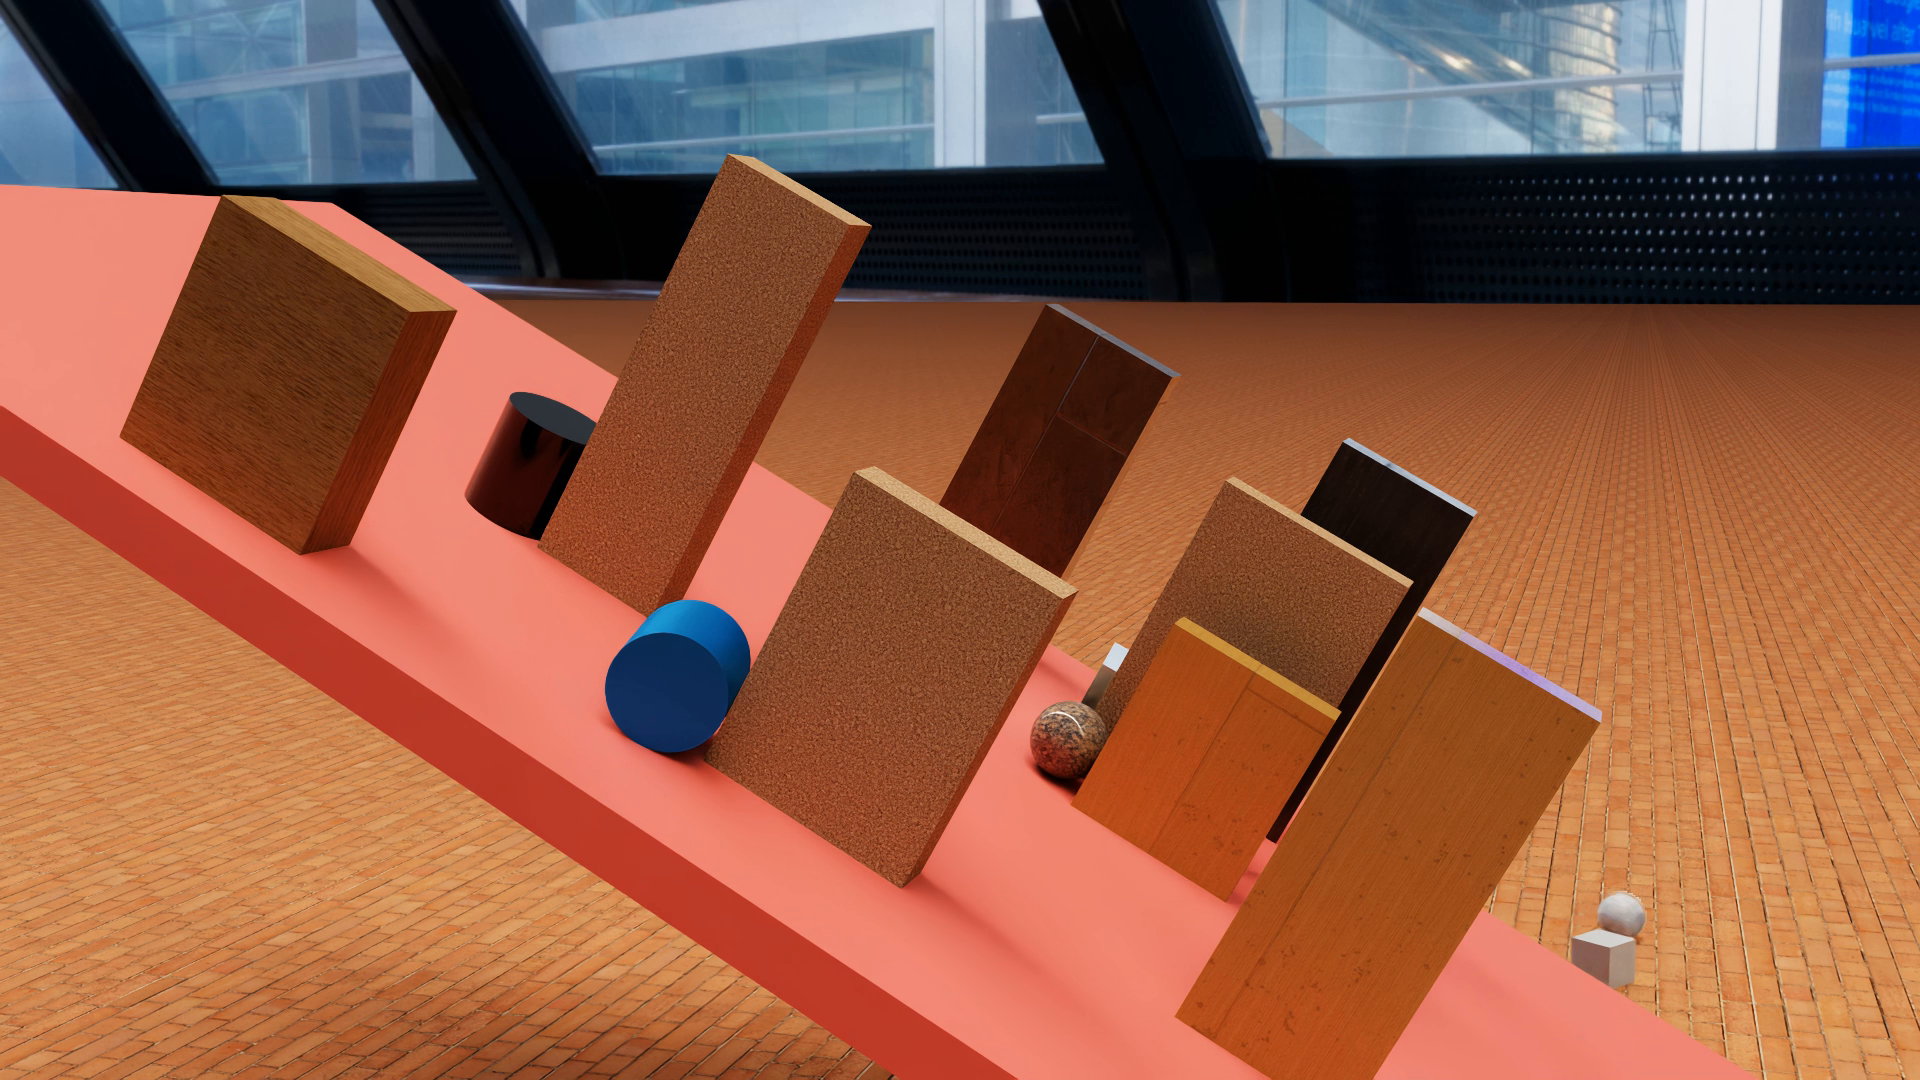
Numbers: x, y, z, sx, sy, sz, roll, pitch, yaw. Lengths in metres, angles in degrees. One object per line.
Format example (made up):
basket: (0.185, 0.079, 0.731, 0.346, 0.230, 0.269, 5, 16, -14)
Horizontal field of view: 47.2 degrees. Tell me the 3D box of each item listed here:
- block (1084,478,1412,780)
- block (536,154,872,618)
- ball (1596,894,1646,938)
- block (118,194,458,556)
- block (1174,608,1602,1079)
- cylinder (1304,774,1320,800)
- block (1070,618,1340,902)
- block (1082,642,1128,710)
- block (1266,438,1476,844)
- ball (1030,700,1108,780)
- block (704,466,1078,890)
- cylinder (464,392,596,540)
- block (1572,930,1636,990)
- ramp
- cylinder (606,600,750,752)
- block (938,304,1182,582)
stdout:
block: (0.531, 0.262, 4.249, 0.395, 0.653, 0.090, 31, 14, 11)
block: (-0.462, -0.269, 3.930, 0.255, 0.799, 0.116, 31, 14, 11)
ball: (1.840, 1.050, 6.124, 0.129, 0.129, 0.129, 0, 7, 0)
block: (-1.072, -0.265, 3.505, 0.372, 0.436, 0.142, 31, 14, 11)
block: (0.657, 0.509, 3.414, 0.308, 0.756, 0.088, 31, 14, 11)
cylinder: (0.741, 0.587, 5.063, 0.141, 0.141, 0.141, 15, 13, 28)
block: (0.456, 0.408, 4.103, 0.340, 0.405, 0.087, 31, 14, 11)
block: (0.342, 0.361, 4.477, 0.197, 0.197, 0.197, 30, 14, 5)
block: (0.723, 0.209, 4.516, 0.297, 0.789, 0.103, 31, 14, 11)
ball: (0.210, 0.386, 4.236, 0.152, 0.152, 0.152, 0, 7, 0)
block: (-0.113, 0.214, 3.444, 0.379, 0.535, 0.099, 31, 14, 11)
cylinder: (-0.782, -0.136, 4.076, 0.204, 0.204, 0.204, 27, 14, -7)
block: (1.685, 1.100, 5.762, 0.116, 0.116, 0.116, -6, 9, -39)
ramp: (-0.204, 0.337, 4.138, 4.000, 0.100, 2.000, 31, 14, 11)
cylinder: (-0.447, 0.215, 3.507, 0.195, 0.195, 0.195, 1, 13, 5)
block: (0.168, -0.128, 4.812, 0.316, 0.707, 0.102, 31, 14, 11)
